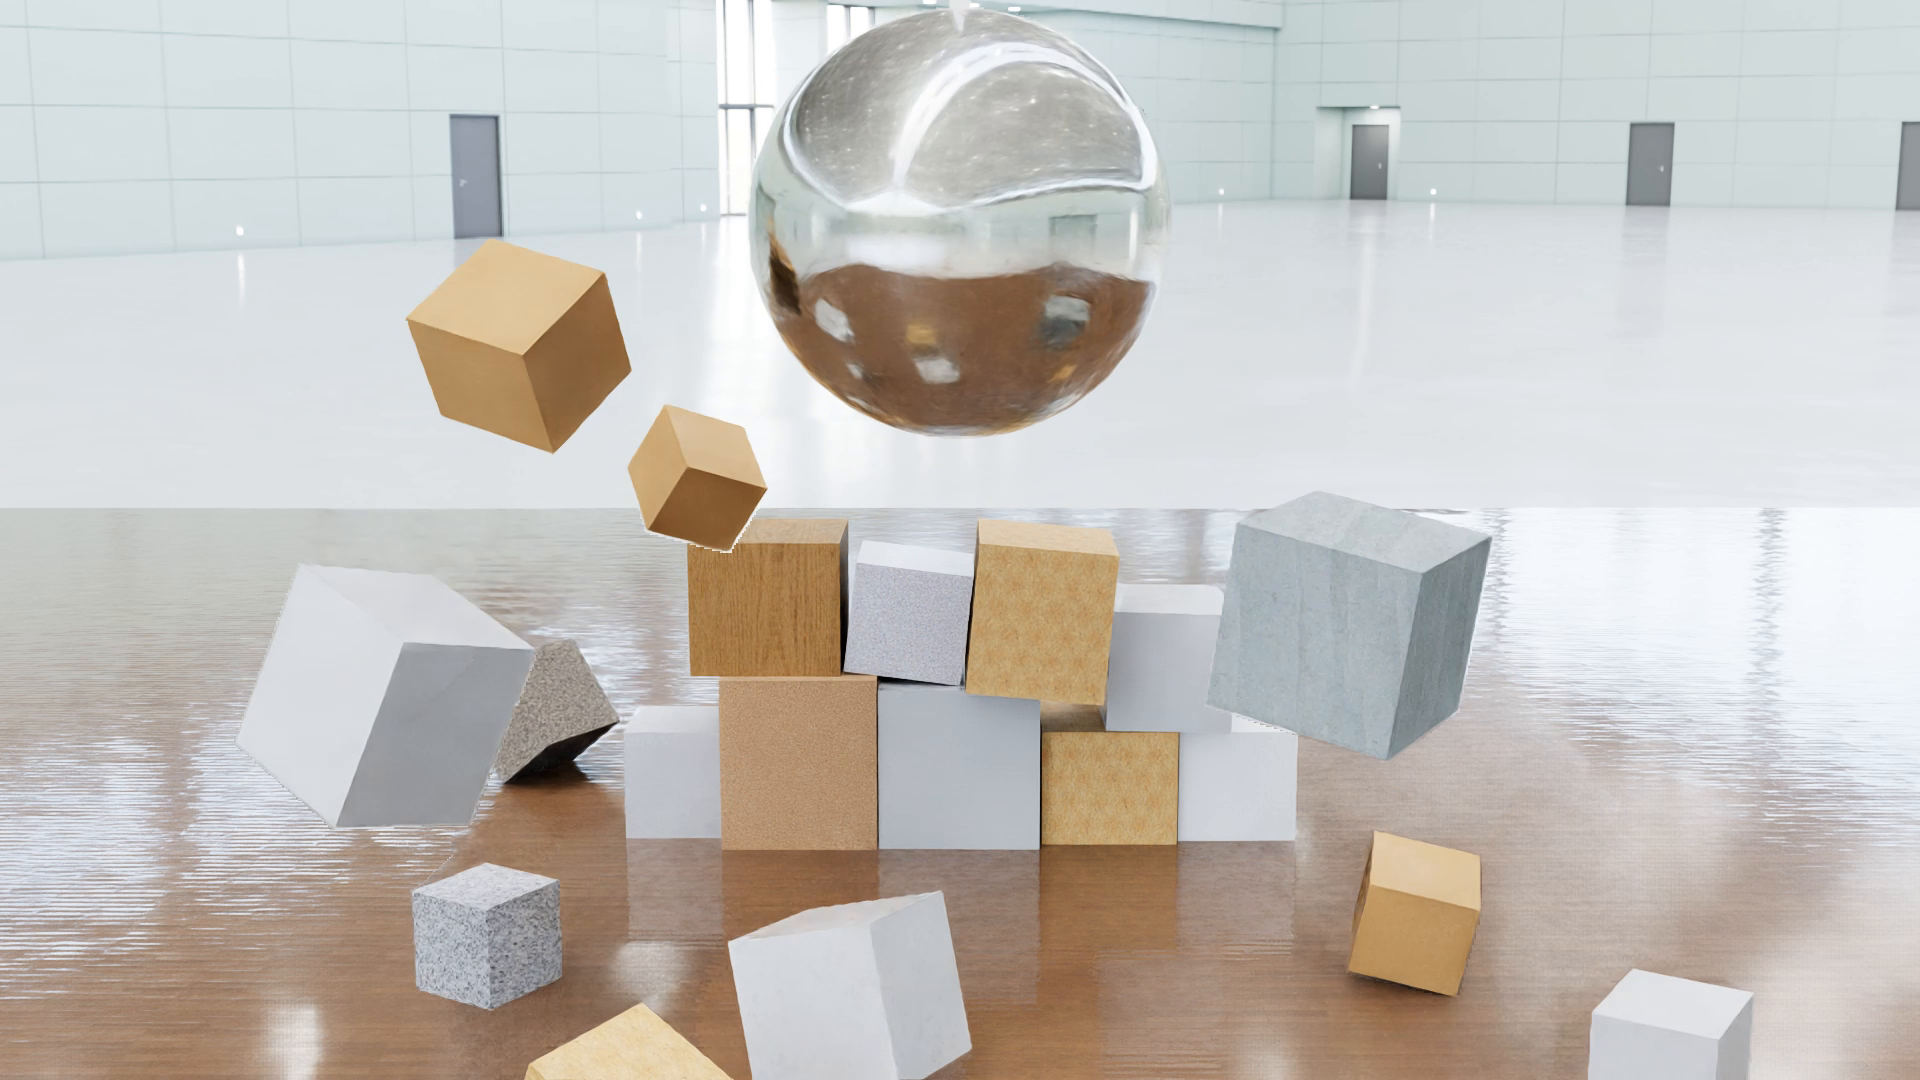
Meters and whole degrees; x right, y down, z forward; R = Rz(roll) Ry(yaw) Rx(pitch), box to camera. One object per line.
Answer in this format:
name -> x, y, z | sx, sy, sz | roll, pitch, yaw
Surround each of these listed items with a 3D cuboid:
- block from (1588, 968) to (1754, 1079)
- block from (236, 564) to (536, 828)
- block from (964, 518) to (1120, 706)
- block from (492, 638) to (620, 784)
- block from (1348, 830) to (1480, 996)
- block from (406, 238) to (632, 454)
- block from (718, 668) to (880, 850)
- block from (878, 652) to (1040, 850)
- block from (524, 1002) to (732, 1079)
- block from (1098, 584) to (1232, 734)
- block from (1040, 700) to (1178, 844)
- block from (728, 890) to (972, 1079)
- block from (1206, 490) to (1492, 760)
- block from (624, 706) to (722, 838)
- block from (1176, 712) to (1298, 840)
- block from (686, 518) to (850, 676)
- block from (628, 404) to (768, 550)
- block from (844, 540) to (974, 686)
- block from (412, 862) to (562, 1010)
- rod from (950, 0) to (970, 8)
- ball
block -> 2.532, 1.882, 7.848 | 0.434, 0.488, 0.497 | 7, 12, 32
block -> -2.118, 0.575, 8.120 | 0.650, 0.726, 0.623 | 30, 12, 34
block -> 0.397, 0.347, 10.994 | 0.677, 0.745, 0.716 | 5, 10, -1
block -> -2.361, 0.951, 12.315 | 0.462, 0.555, 0.574 | -39, -12, 31
block -> 1.921, 1.574, 9.295 | 0.452, 0.424, 0.468 | 13, 23, 8
block -> -1.691, -0.752, 8.486 | 0.557, 0.499, 0.521 | 18, 51, 24
block -> -0.804, 1.050, 11.354 | 0.780, 0.871, 0.831 | 0, 10, 0
block -> 0.001, 1.076, 11.364 | 0.806, 0.817, 0.820 | 0, 10, 1
block -> -1.032, 1.916, 6.909 | 0.585, 0.529, 0.498 | 34, 30, 25
block -> 1.044, 0.598, 11.303 | 0.627, 0.607, 0.722 | 1, 10, -2
block -> 0.754, 1.187, 11.403 | 0.683, 0.585, 0.706 | 0, 10, 0
block -> -0.385, 1.626, 7.838 | 0.562, 0.580, 0.605 | -12, -3, 24
block -> 1.341, 0.271, 7.553 | 0.657, 0.648, 0.701 | 16, 18, 28
block -> -1.452, 1.199, 11.416 | 0.496, 0.556, 0.526 | 0, 10, 0
block -> 1.403, 1.195, 11.395 | 0.595, 0.572, 0.575 | 0, 10, 0
block -> -0.966, 0.284, 11.247 | 0.752, 0.675, 0.720 | 0, 10, 1
block -> -1.150, -0.272, 9.601 | 0.400, 0.368, 0.440 | 16, 33, -34
block -> -0.253, 0.364, 11.237 | 0.585, 0.557, 0.624 | 7, 10, -1
block -> -1.980, 1.658, 9.237 | 0.421, 0.432, 0.431 | 6, 12, 32
rod -> 0.000, -4.453, 9.208 | 0.080, 5.200, 0.080 | 0, -16, 0
ball -> 0.000, -1.181, 8.283 | 1.600, 1.600, 1.600 | 0, 10, 0
